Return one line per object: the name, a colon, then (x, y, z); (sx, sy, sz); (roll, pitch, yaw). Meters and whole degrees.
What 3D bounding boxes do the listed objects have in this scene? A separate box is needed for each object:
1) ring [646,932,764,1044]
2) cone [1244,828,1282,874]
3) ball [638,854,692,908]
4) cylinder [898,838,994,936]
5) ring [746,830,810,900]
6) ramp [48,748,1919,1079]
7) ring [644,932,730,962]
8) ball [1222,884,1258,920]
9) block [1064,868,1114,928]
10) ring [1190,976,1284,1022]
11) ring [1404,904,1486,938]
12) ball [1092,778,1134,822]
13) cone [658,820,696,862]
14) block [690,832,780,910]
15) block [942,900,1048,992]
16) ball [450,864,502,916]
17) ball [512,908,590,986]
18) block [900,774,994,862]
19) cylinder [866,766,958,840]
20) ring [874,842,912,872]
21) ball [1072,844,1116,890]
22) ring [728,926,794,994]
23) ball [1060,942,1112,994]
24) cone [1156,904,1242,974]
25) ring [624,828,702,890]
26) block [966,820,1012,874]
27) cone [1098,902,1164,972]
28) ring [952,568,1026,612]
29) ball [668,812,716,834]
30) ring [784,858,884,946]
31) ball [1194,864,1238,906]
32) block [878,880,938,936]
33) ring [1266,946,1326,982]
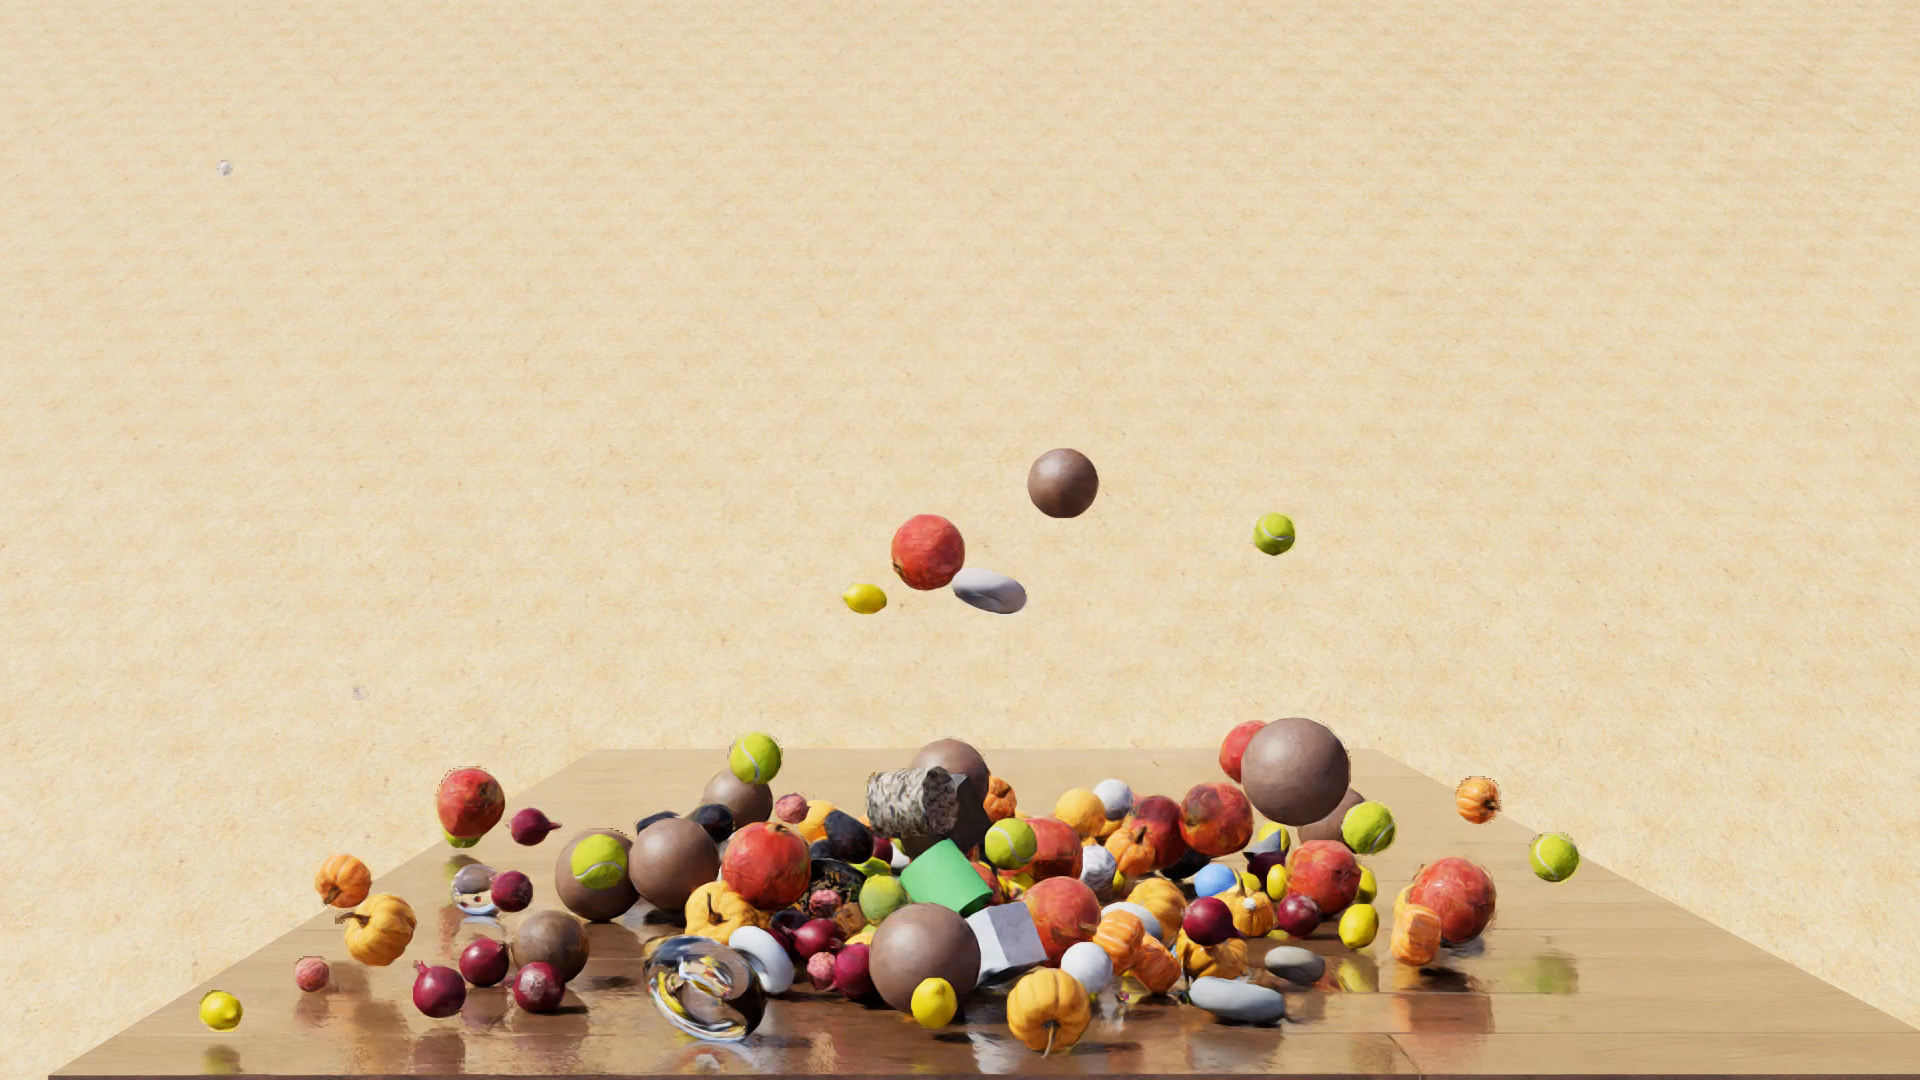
ring: (-0.277, 0.486, 2.801); (0.143, 0.143, 0.048); (13, 34, 21)
cone: (0.493, 0.483, 4.089); (0.067, 0.067, 0.067); (19, 66, 30)
ball: (-0.436, 0.505, 3.828); (0.078, 0.078, 0.078); (0, 30, 0)
cylinder: (-0.018, 0.438, 3.266); (0.086, 0.086, 0.086); (-25, 67, -37)
ring: (-0.240, 0.428, 3.413); (0.098, 0.033, 0.098); (-18, 52, 25)
ramp: (0.066, 0.591, 4.644); (2.000, 0.100, 4.000); (0, 0, 0)
ring: (-0.334, 0.521, 3.261); (0.130, 0.043, 0.130); (4, -5, 0)
ball: (0.400, 0.517, 3.690); (0.051, 0.051, 0.051); (0, 30, 0)
block: (0.182, 0.504, 3.646); (0.061, 0.061, 0.061); (0, 21, 11)
ring: (0.315, 0.522, 2.937); (0.109, 0.036, 0.109); (11, -4, 1)
ring: (0.667, 0.525, 3.562); (0.111, 0.037, 0.111); (2, -1, 0)
ball: (0.241, 0.411, 4.086); (0.067, 0.067, 0.067); (0, 30, 0)
cone: (-0.412, 0.443, 3.848); (0.058, 0.058, 0.058); (16, -12, 3)
block: (-0.336, 0.494, 3.869); (0.099, 0.099, 0.099); (0, 0, -34)
block: (0.042, 0.482, 3.070); (0.075, 0.075, 0.075); (1, 61, -51)
ball: (-0.701, 0.506, 3.750); (0.075, 0.075, 0.075); (0, 30, 0)
ball: (-0.500, 0.498, 3.161); (0.095, 0.095, 0.095); (0, 30, 0)
block: (-0.030, 0.404, 3.748); (0.093, 0.093, 0.093); (-2, 30, 46)
cylinder: (-0.066, 0.365, 3.593); (0.093, 0.093, 0.093); (-9, 22, 30)
ring: (-0.076, 0.521, 4.255); (0.131, 0.044, 0.131); (-1, 0, 0)
ball: (0.187, 0.455, 3.598); (0.063, 0.063, 0.063); (0, 30, 0)
ring: (-0.236, 0.498, 3.070); (0.094, 0.094, 0.031); (21, 47, 33)
ball: (0.144, 0.487, 2.946); (0.060, 0.060, 0.060); (0, 30, 0)
cone: (0.289, 0.521, 3.252); (0.097, 0.097, 0.097); (-25, 33, -2)
ring: (-0.450, 0.496, 4.012); (0.145, 0.048, 0.145); (-7, 27, 4)
block: (0.037, 0.504, 4.249); (0.076, 0.076, 0.076); (0, 0, -17)
cone: (0.203, 0.524, 3.291); (0.090, 0.090, 0.090); (10, 31, 18)
ring: (0.042, 0.074, 3.744); (0.112, 0.112, 0.037); (11, 72, 19)
ball: (-0.454, 0.500, 4.351); (0.084, 0.084, 0.084); (0, 30, 0)
ring: (-0.169, 0.483, 3.450); (0.143, 0.143, 0.048); (10, 40, 16)
ball: (0.370, 0.498, 3.734); (0.062, 0.062, 0.062); (0, 30, 0)
block: (-0.069, 0.510, 3.597); (0.068, 0.068, 0.068); (1, 0, -23)
ring: (0.411, 0.520, 3.168); (0.075, 0.075, 0.025); (7, 62, 12)
